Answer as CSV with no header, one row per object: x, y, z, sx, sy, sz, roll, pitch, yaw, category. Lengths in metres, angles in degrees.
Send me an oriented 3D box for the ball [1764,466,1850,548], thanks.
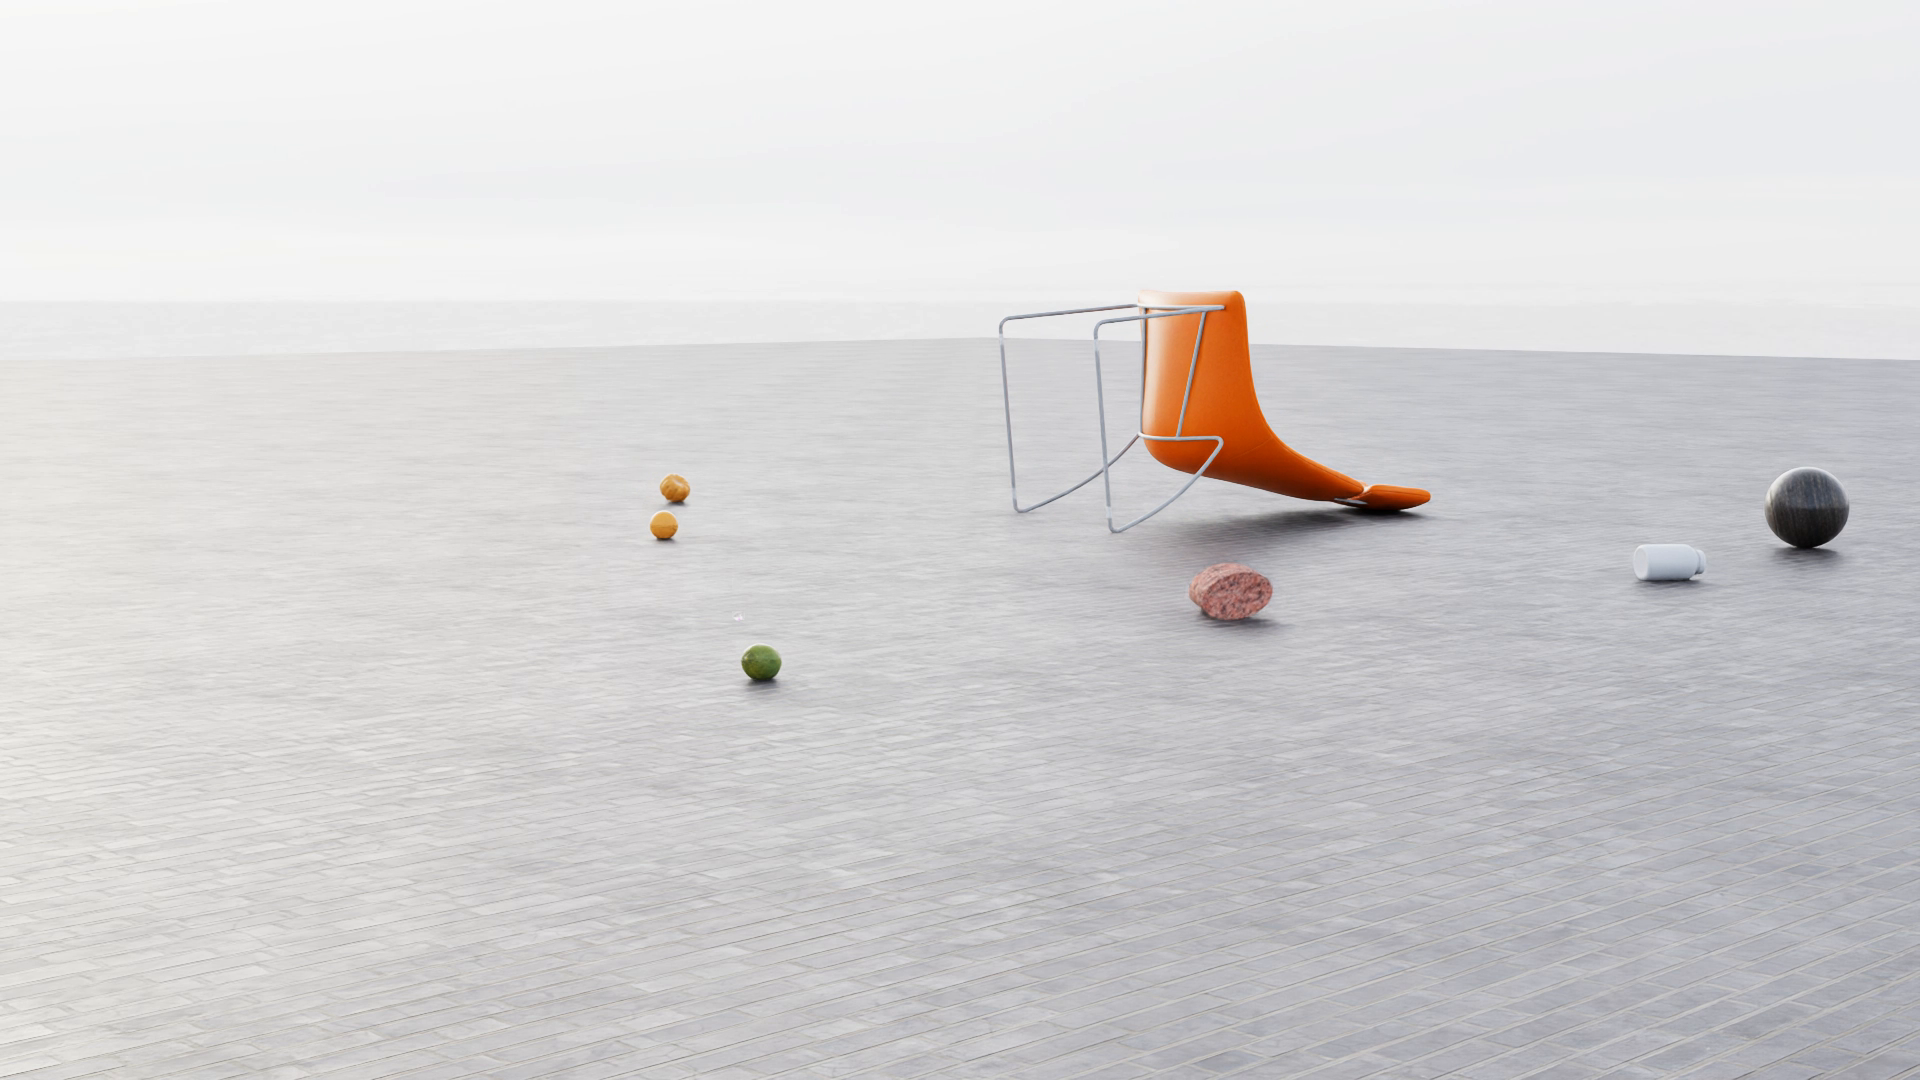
2.054,-0.080,6.223,0.197,0.197,0.197,0,6,0,ball

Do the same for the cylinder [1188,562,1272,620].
0.526,0.099,4.996,0.138,0.088,0.163,-15,7,-3,cylinder
